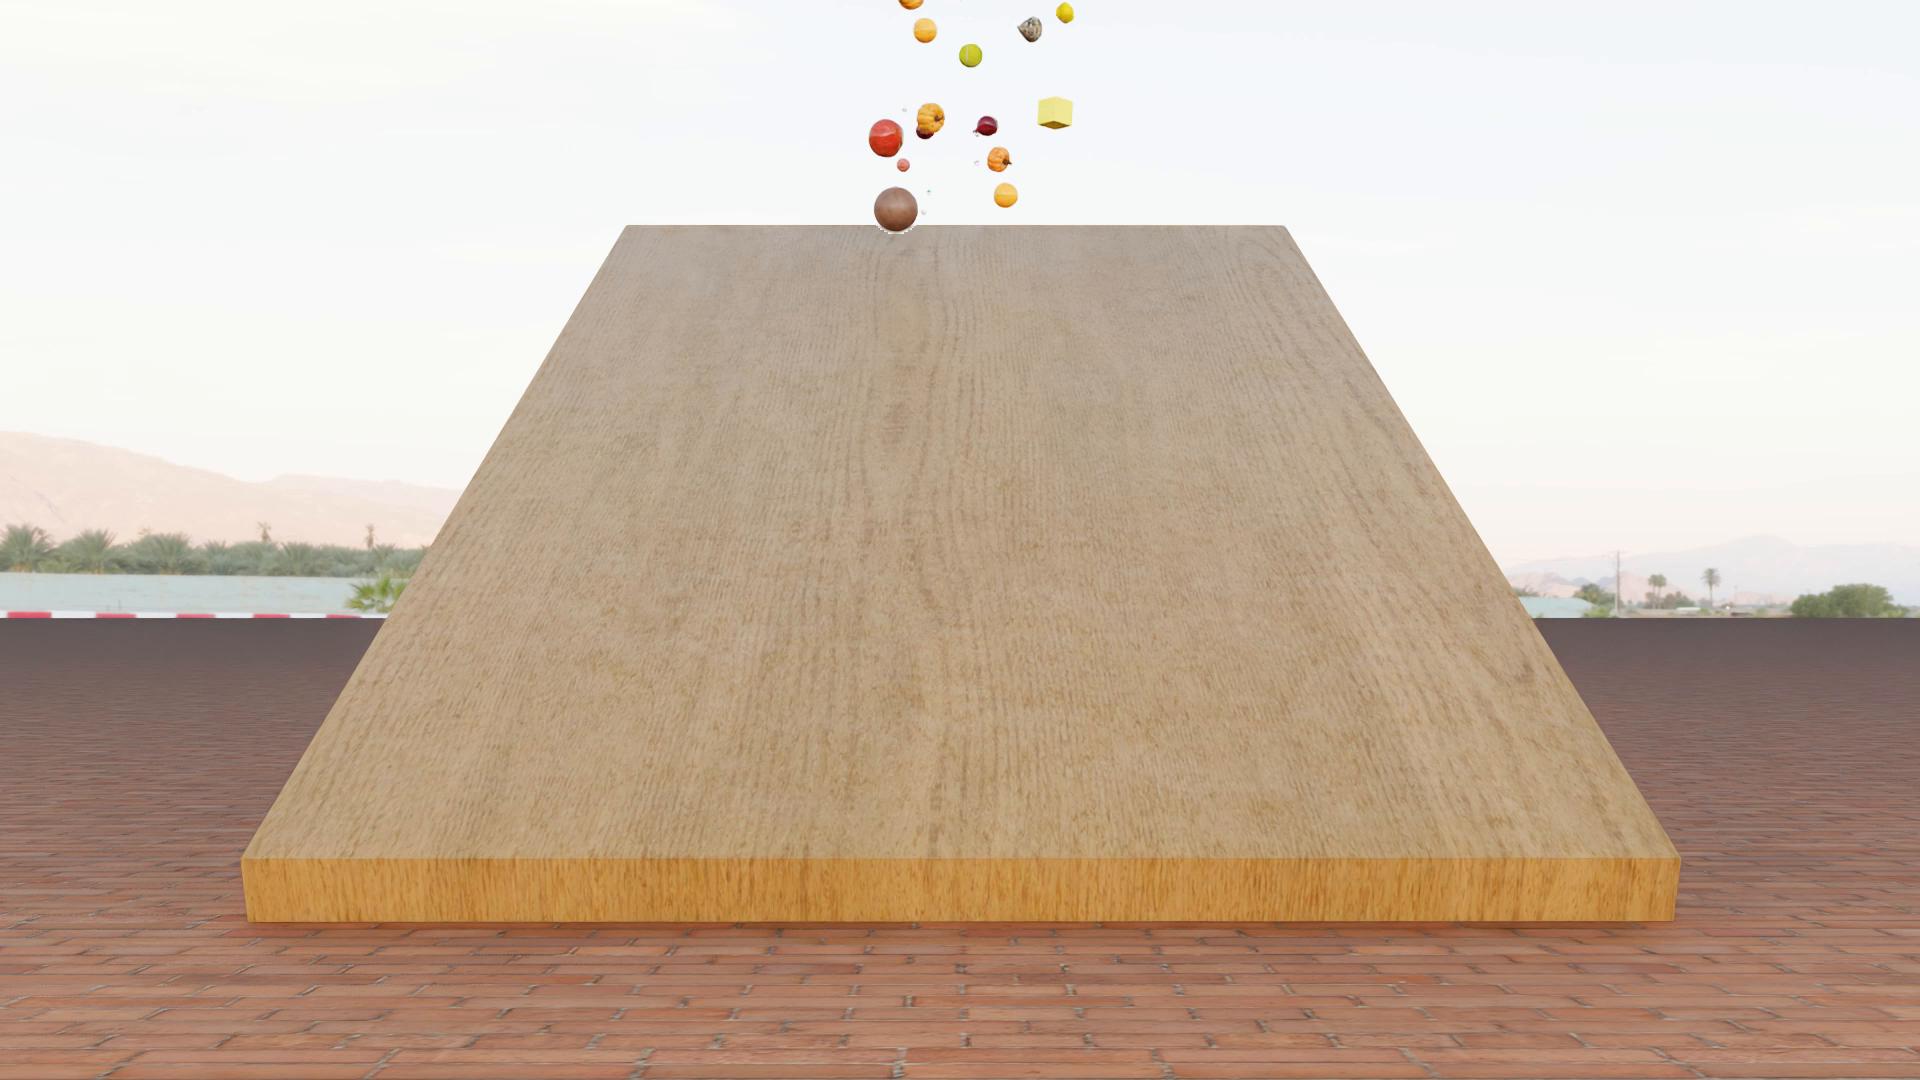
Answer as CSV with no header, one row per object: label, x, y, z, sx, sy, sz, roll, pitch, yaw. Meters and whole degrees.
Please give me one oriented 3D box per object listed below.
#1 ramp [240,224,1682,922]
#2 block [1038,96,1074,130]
ramp,-0.005,-0.211,5.046,2.000,0.100,4.000,0,20,0
block,0.279,-1.249,6.652,0.073,0.073,0.073,8,-6,-40
